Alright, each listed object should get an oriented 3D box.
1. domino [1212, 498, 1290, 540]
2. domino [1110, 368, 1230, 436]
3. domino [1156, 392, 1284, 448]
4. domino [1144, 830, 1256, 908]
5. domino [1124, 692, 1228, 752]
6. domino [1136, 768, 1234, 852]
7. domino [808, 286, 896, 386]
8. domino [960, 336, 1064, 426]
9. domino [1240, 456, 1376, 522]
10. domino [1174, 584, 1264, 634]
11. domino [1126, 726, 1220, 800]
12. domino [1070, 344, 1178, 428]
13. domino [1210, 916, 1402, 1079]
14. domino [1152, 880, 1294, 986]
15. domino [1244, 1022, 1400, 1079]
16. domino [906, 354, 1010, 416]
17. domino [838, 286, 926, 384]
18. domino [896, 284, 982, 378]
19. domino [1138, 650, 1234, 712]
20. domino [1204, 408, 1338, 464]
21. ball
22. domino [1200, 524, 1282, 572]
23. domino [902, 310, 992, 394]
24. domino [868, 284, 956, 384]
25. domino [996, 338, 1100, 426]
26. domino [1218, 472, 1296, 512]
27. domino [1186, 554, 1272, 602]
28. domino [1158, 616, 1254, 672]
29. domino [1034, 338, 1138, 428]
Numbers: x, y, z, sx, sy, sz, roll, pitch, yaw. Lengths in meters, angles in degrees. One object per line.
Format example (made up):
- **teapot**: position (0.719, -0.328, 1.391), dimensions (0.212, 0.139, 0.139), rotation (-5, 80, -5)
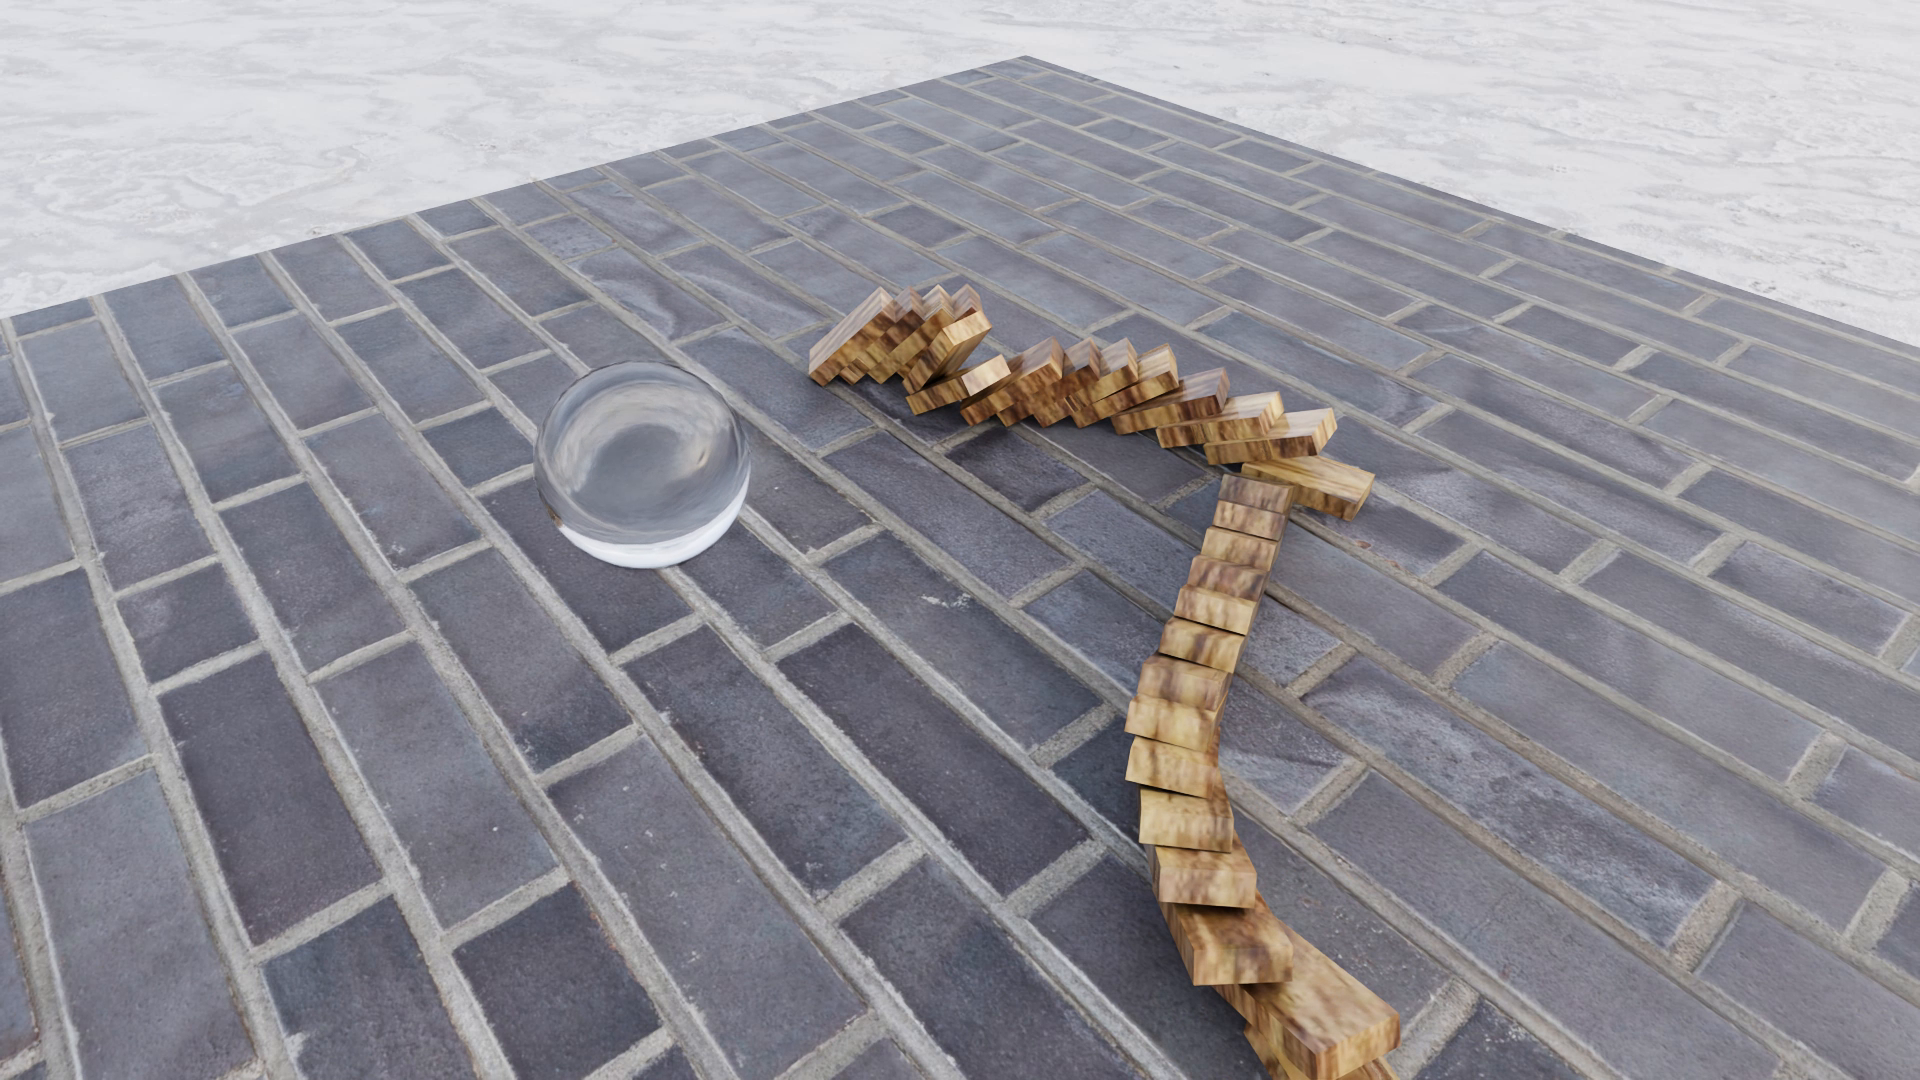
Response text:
- **domino**: position (0.116, -0.009, 0.435), dimensions (0.025, 0.009, 0.050), rotation (15, 9, 17)
- **domino**: position (0.096, -0.064, 0.505), dimensions (0.050, 0.010, 0.025), rotation (-10, 32, 30)
- **domino**: position (0.116, -0.054, 0.492), dimensions (0.050, 0.009, 0.025), rotation (-3, 30, 41)
- **domino**: position (0.067, 0.089, 0.314), dimensions (0.025, 0.009, 0.050), rotation (3, 6, 4)
- **domino**: position (0.071, 0.055, 0.355), dimensions (0.025, 0.010, 0.050), rotation (12, 7, 18)
- **domino**: position (0.066, 0.078, 0.327), dimensions (0.025, 0.010, 0.050), rotation (4, 5, 8)
- **domino**: position (-0.053, -0.100, 0.541), dimensions (0.050, 0.009, 0.025), rotation (-37, 34, 22)
- **domino**: position (0.024, -0.074, 0.512), dimensions (0.050, 0.010, 0.025), rotation (-26, 31, 26)
- **domino**: position (0.150, -0.027, 0.476), dimensions (0.050, 0.010, 0.025), rotation (23, 45, 25)
- **domino**: position (0.094, 0.022, 0.396), dimensions (0.025, 0.009, 0.050), rotation (15, 10, 18)
- **domino**: position (0.067, 0.066, 0.342), dimensions (0.025, 0.010, 0.050), rotation (10, 7, 13)
- **domino**: position (0.076, -0.072, 0.512), dimensions (0.050, 0.009, 0.025), rotation (-22, 33, 23)
- **domino**: position (0.086, 0.117, 0.284), dimensions (0.025, 0.009, 0.050), rotation (-15, 16, -19)
- **domino**: position (0.070, 0.102, 0.300), dimensions (0.025, 0.010, 0.050), rotation (-2, 9, -2)
- **domino**: position (0.096, 0.139, 0.274), dimensions (0.025, 0.009, 0.050), rotation (-15, 42, -17)
- **domino**: position (-0.001, -0.071, 0.507), dimensions (0.025, 0.009, 0.050), rotation (-33, 13, -29)
- **domino**: position (-0.039, -0.101, 0.542), dimensions (0.050, 0.010, 0.025), rotation (-37, 34, 22)
- **domino**: position (-0.011, -0.102, 0.544), dimensions (0.050, 0.010, 0.025), rotation (-37, 34, 22)
- **domino**: position (0.077, 0.045, 0.368), dimensions (0.025, 0.009, 0.050), rotation (13, 7, 18)
- **domino**: position (0.135, -0.045, 0.478), dimensions (0.050, 0.010, 0.025), rotation (-3, 30, 42)
- **ball**: position (-0.121, -0.029, 0.423), dimensions (0.080, 0.080, 0.080), rotation (0, 39, 0)
- **domino**: position (0.109, 0.001, 0.422), dimensions (0.025, 0.010, 0.050), rotation (15, 10, 18)
- **domino**: position (-0.007, -0.087, 0.521), dimensions (0.025, 0.050, 0.009), rotation (-32, 85, -33)
- **domino**: position (-0.025, -0.101, 0.543), dimensions (0.050, 0.010, 0.025), rotation (-37, 34, 22)
- **domino**: position (0.041, -0.073, 0.512), dimensions (0.050, 0.009, 0.025), rotation (-25, 32, 26)
- **domino**: position (0.122, -0.020, 0.447), dimensions (0.025, 0.009, 0.050), rotation (15, 9, 19)
- **domino**: position (0.101, 0.012, 0.409), dimensions (0.025, 0.010, 0.050), rotation (15, 10, 18)
- **domino**: position (0.087, 0.033, 0.384), dimensions (0.025, 0.010, 0.050), rotation (15, 11, 18)
- **domino**: position (0.058, -0.073, 0.512), dimensions (0.050, 0.009, 0.025), rotation (-25, 32, 25)
